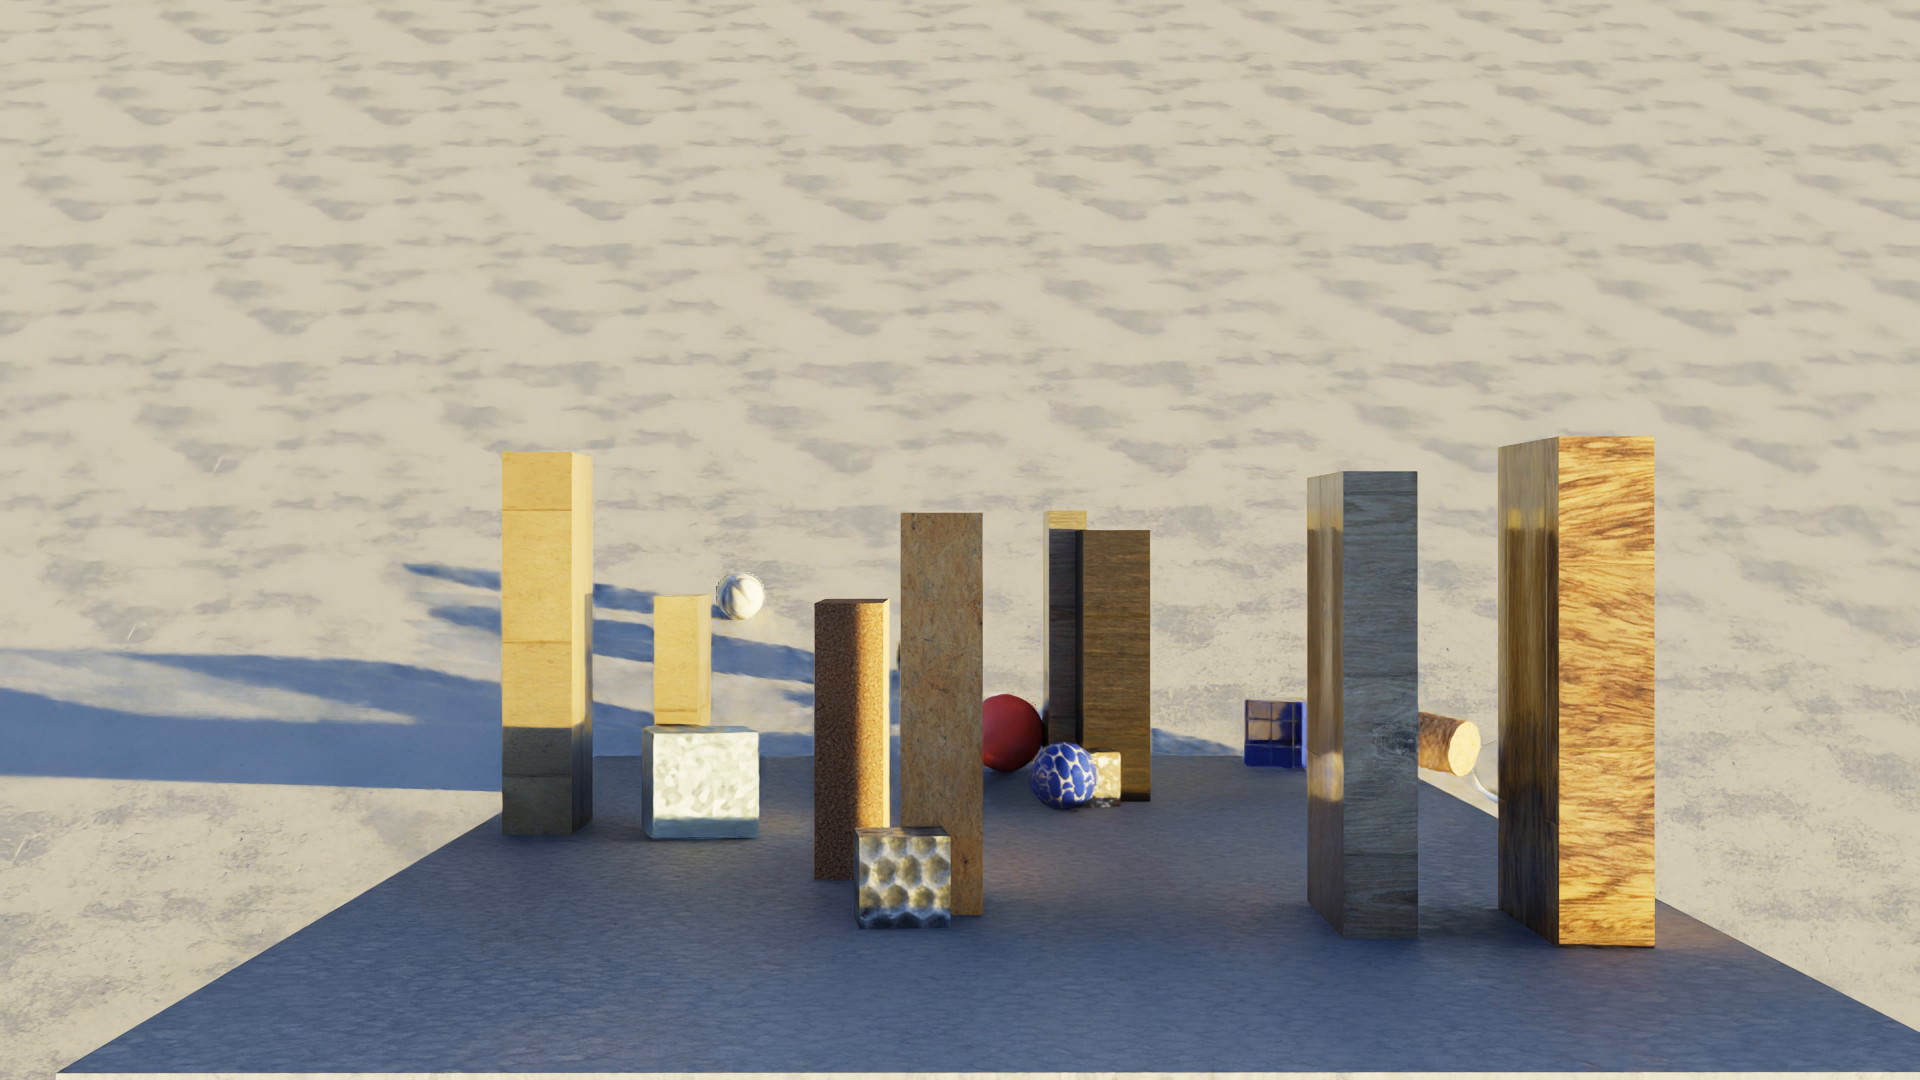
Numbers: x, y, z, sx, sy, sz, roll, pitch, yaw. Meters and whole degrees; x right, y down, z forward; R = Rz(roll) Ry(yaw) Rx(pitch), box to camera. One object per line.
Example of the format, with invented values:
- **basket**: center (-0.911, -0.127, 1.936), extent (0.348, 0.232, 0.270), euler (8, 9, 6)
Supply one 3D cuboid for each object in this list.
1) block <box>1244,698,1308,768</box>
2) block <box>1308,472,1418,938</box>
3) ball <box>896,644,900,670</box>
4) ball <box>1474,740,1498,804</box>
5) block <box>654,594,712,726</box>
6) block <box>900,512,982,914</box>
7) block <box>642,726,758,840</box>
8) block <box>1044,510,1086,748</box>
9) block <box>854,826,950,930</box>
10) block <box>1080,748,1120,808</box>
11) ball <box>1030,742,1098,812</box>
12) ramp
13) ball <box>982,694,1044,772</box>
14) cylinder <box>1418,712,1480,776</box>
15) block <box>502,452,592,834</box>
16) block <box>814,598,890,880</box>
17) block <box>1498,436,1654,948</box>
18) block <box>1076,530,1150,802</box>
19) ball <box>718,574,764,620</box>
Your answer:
- **block**: center (0.813, 0.474, 6.394), extent (0.159, 0.159, 0.159), euler (0, 0, 36)
- **block**: center (0.580, 0.227, 3.757), extent (0.103, 0.645, 0.371), euler (0, 0, 0)
- **ball**: center (-0.079, 0.319, 7.054), extent (0.187, 0.187, 0.187), euler (0, 30, 0)
- **ball**: center (1.214, 0.514, 5.726), extent (0.151, 0.151, 0.151), euler (0, 30, 0)
- **block**: center (-0.546, 0.331, 5.108), extent (0.084, 0.443, 0.273), euler (0, 0, 0)
- **block**: center (-0.027, 0.255, 3.940), extent (0.121, 0.591, 0.280), euler (0, 0, 0)
- **block**: center (-0.491, 0.455, 4.875), extent (0.195, 0.195, 0.195), euler (0, 0, -13)
- **block**: center (0.243, 0.244, 6.031), extent (0.085, 0.620, 0.403), euler (0, 0, 0)
- **block**: center (-0.084, 0.485, 3.728), extent (0.130, 0.130, 0.130), euler (0, 0, -6)
- **block**: center (0.270, 0.497, 5.408), extent (0.112, 0.112, 0.112), euler (0, 0, -6)
- **ball**: center (0.212, 0.482, 5.278), extent (0.140, 0.140, 0.140), euler (0, 30, 0)
- **ramp**: center (0.068, 0.602, 4.663), extent (2.000, 0.100, 4.000), euler (0, 0, 0)
- **ball**: center (0.108, 0.462, 6.195), extent (0.185, 0.185, 0.185), euler (0, 30, 0)
- **cylinder**: center (1.230, 0.521, 6.614), extent (0.140, 0.140, 0.140), euler (10, 29, 43)
- **block**: center (-0.793, 0.194, 4.987), extent (0.131, 0.717, 0.274), euler (0, 0, 0)
- **block**: center (-0.180, 0.327, 4.376), extent (0.112, 0.448, 0.363), euler (0, 0, 0)
- **block**: center (0.869, 0.205, 3.675), extent (0.128, 0.689, 0.393), euler (0, 0, 0)
- **block**: center (0.331, 0.266, 5.664), extent (0.142, 0.574, 0.389), euler (0, 0, 0)
- **ball**: center (-0.626, 0.161, 7.380), extent (0.132, 0.132, 0.132), euler (0, 30, 0)
